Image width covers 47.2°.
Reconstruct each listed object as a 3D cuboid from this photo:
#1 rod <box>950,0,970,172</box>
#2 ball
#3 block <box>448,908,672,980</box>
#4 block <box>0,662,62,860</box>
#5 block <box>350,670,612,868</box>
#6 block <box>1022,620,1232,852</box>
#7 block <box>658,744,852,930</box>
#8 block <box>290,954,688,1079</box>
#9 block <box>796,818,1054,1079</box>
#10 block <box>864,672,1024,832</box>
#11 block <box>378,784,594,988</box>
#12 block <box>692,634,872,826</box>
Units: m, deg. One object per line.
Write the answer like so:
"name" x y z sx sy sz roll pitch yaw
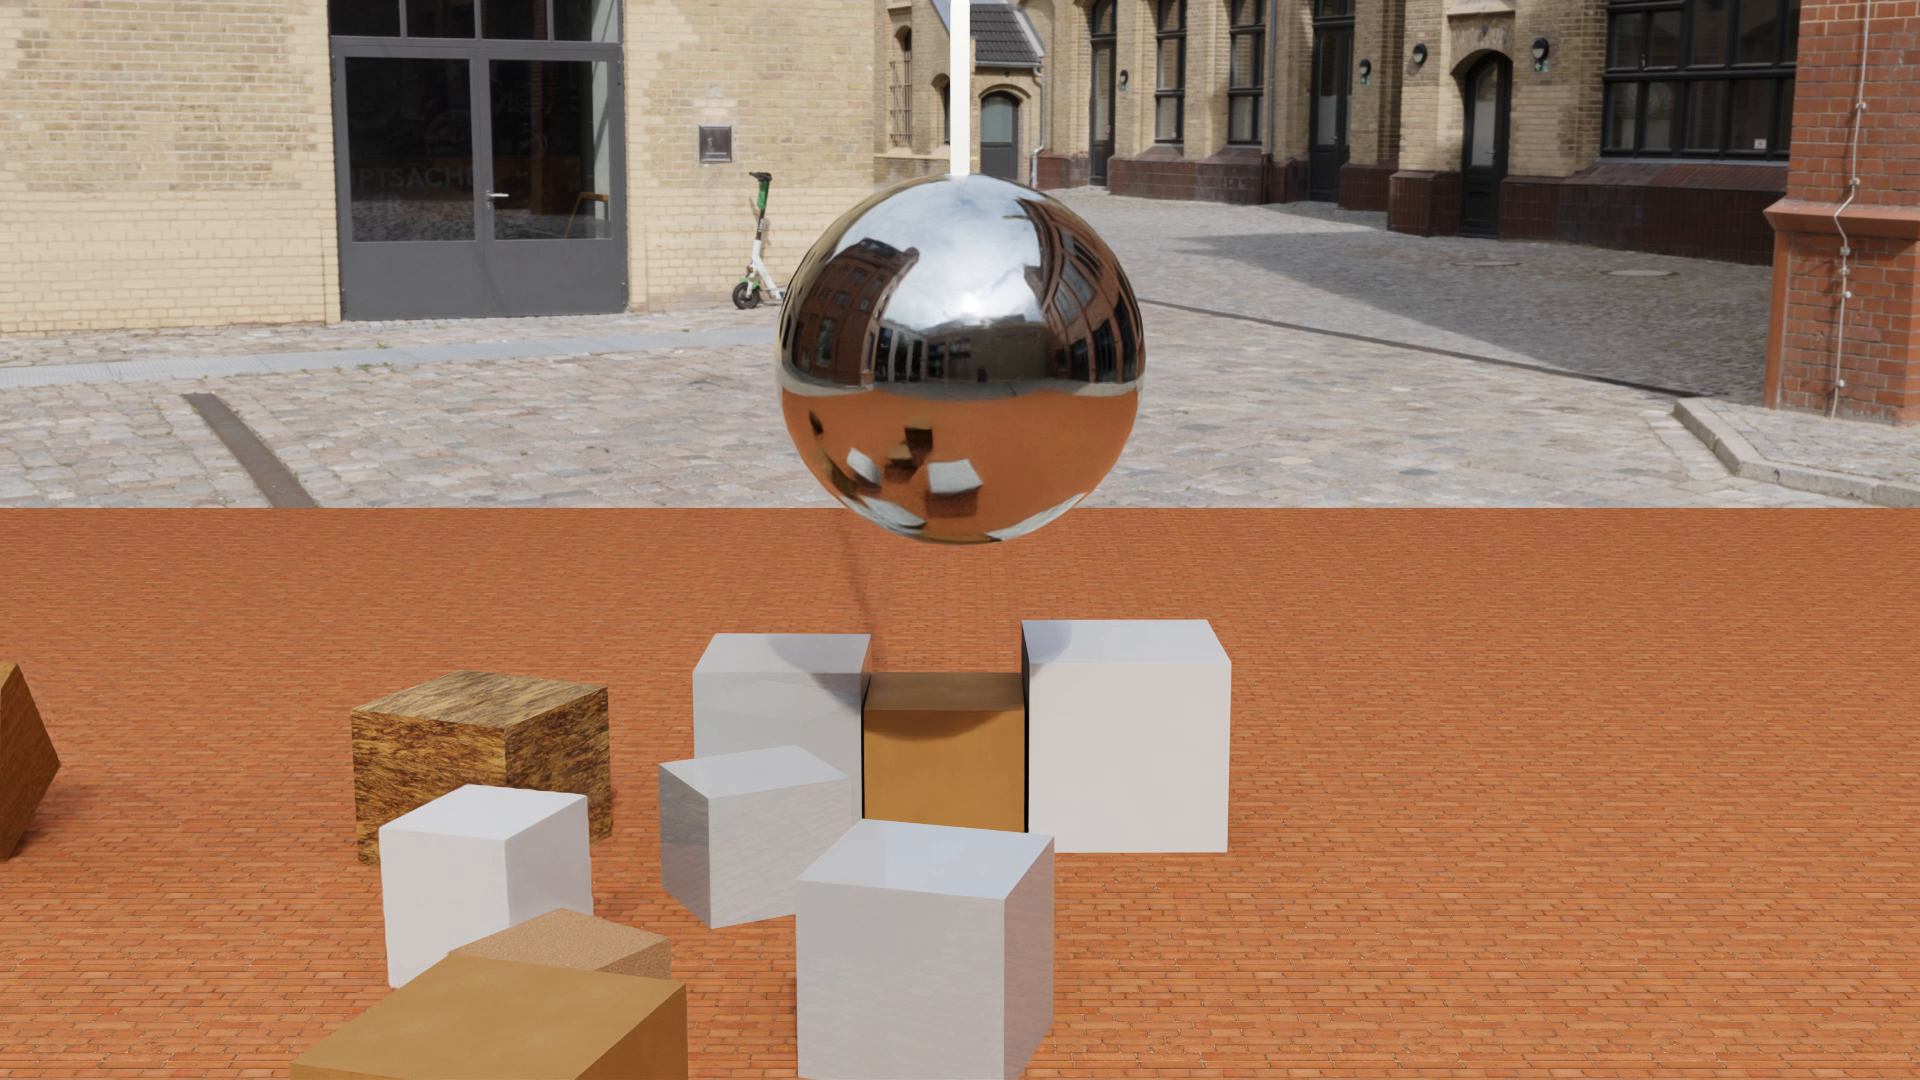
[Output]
"rod" 0.000 -4.157 9.731 0.080 5.200 0.080 0 -5 0
"ball" 0.000 -0.770 9.441 1.600 1.600 1.600 0 10 0
"block" -1.471 1.778 8.138 0.566 0.590 0.574 7 13 34
"block" -5.003 1.095 10.884 0.653 0.696 0.683 -1 37 5
"block" -2.368 1.166 10.956 0.895 0.786 0.887 5 11 23
"block" 0.832 0.994 11.382 0.992 0.972 0.991 0 10 -1
"block" -0.961 1.374 10.300 0.704 0.610 0.635 -5 12 -28
"block" -1.405 1.887 6.747 0.841 0.872 0.909 3 11 17
"block" -0.120 1.606 8.537 0.807 0.785 0.779 3 11 16
"block" -0.075 1.126 11.394 0.800 0.709 0.790 0 10 1
"block" -2.005 1.492 9.378 0.603 0.697 0.667 2 11 20
"block" -0.895 1.028 11.337 0.828 0.920 0.867 0 10 1
